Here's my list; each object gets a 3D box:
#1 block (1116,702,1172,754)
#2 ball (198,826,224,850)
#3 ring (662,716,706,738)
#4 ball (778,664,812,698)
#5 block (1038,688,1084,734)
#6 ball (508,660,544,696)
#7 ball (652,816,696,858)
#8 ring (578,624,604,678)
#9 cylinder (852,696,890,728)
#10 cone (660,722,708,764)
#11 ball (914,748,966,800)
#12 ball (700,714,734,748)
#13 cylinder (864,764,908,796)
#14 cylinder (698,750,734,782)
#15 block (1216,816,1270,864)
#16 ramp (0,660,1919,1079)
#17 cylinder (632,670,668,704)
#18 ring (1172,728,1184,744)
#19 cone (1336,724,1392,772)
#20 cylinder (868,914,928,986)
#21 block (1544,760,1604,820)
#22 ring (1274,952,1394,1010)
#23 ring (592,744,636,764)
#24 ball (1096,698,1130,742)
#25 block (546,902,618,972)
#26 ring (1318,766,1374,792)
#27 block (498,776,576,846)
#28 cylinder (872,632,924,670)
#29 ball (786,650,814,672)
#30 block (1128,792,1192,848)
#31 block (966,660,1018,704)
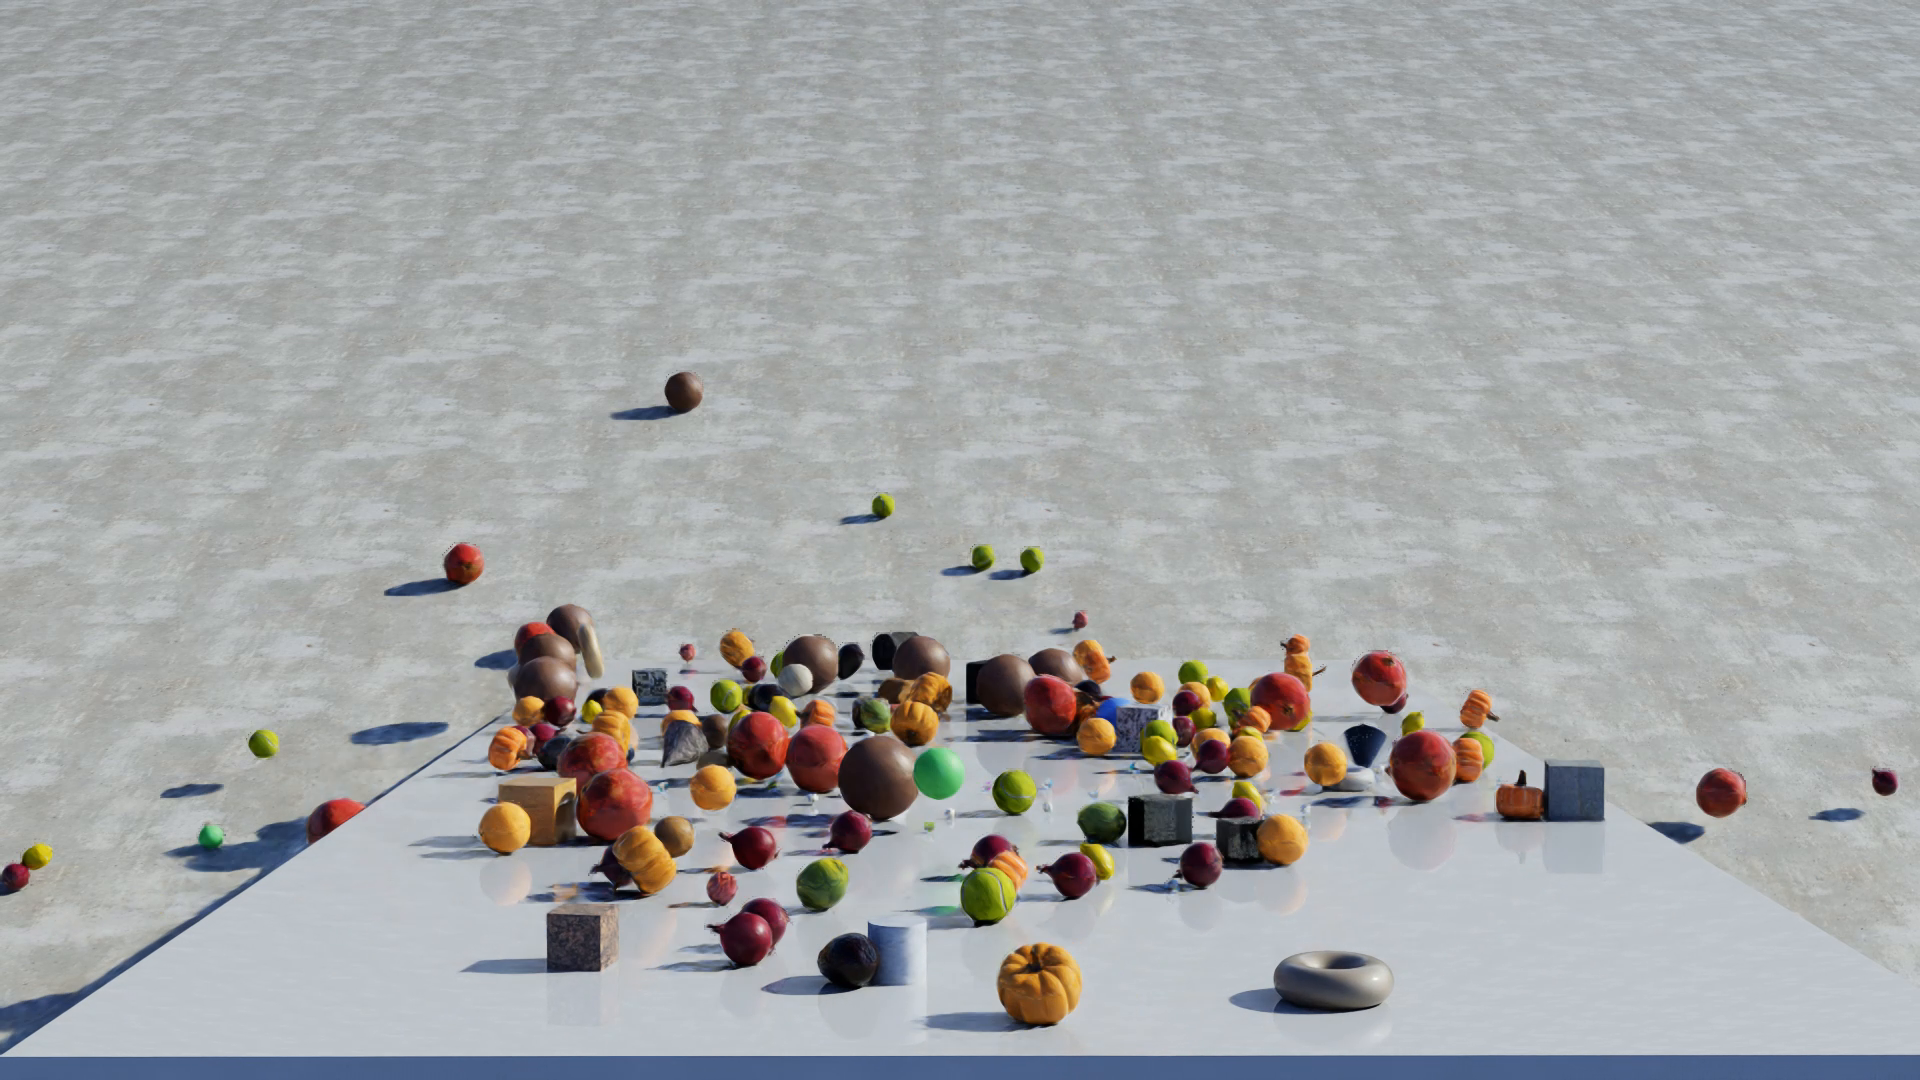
[{"bbox_3d":[0.345,0.351,4.803,0.083,0.083,0.083,1,3,23],"label":"block"},{"bbox_3d":[-1.688,0.669,5.795,0.054,0.054,0.054,0,22,0],"label":"ball"},{"bbox_3d":[-0.513,0.365,4.958,0.122,0.041,0.122,1,2,0],"label":"ring"},{"bbox_3d":[-0.363,0.310,5.675,0.076,0.076,0.076,0,22,0],"label":"ball"},{"bbox_3d":[0.199,0.338,5.086,0.080,0.080,0.080,0,3,-9],"label":"block"},{"bbox_3d":[-1.005,0.320,5.948,0.083,0.083,0.083,0,22,0],"label":"ball"},{"bbox_3d":[-0.401,0.416,3.606,0.059,0.059,0.059,0,22,0],"label":"ball"},{"bbox_3d":[-0.856,0.259,5.963,0.044,0.131,0.131,-14,24,-8],"label":"ring"},{"bbox_3d":[-0.179,0.345,5.160,0.059,0.059,0.059,1,21,21],"label":"cylinder"},{"bbox_3d":[-0.512,0.383,4.610,0.088,0.088,0.088,12,22,27],"label":"cone"},{"bbox_3d":[-0.032,0.351,3.872,0.078,0.078,0.078,0,22,0],"label":"ball"},{"bbox_3d":[-0.458,0.358,4.834,0.065,0.065,0.065,0,22,0],"label":"ball"},{"bbox_3d":[-0.122,0.396,4.241,0.050,0.050,0.050,19,14,39],"label":"cylinder"},{"bbox_3d":[-0.418,0.386,4.389,0.052,0.052,0.052,2,-1,6],"label":"cylinder"},{"bbox_3d":[0.400,0.424,3.635,0.055,0.055,0.055,-2,3,-32],"label":"block"},{"bbox_3d":[0.050,0.456,4.533,2.000,0.100,4.000,0,3,0],"label":"ramp"},{"bbox_3d":[-0.670,0.317,5.558,0.072,0.072,0.072,1,22,-4],"label":"cylinder"},{"bbox_3d":[0.389,0.374,4.915,0.078,0.026,0.078,-1,4,0],"label":"ring"},{"bbox_3d":[0.699,0.388,4.463,0.096,0.096,0.096,4,30,10],"label":"cone"},{"bbox_3d":[-0.070,0.458,2.870,0.066,0.066,0.066,0,3,0],"label":"cylinder"},{"bbox_3d":[0.958,0.390,4.017,0.083,0.083,0.083,0,3,7],"label":"block"},{"bbox_3d":[0.403,0.474,2.772,0.130,0.043,0.130,-1,4,0],"label":"ring"},{"bbox_3d":[-0.624,0.386,4.637,0.077,0.026,0.077,-1,13,0],"label":"ring"},{"bbox_3d":[0.302,0.343,4.922,0.085,0.085,0.085,0,22,0],"label":"ball"},{"bbox_3d":[-0.432,0.455,2.948,0.064,0.064,0.064,1,3,11],"label":"block"},{"bbox_3d":[0.649,0.400,4.319,0.095,0.032,0.095,-3,6,0],"label":"ring"},{"bbox_3d":[-0.624,0.400,3.800,0.087,0.087,0.087,1,3,13],"label":"block"},{"bbox_3d":[-0.152,0.271,6.271,0.090,0.090,0.090,-3,18,-44],"label":"cylinder"},{"bbox_3d":[-0.378,0.295,6.092,0.065,0.065,0.065,0,22,0],"label":"ball"},{"bbox_3d":[0.294,0.411,3.779,0.066,0.066,0.066,-2,4,-34],"label":"block"},{"bbox_3d":[0.070,0.309,5.599,0.085,0.085,0.085,1,3,26],"label":"block"}]
